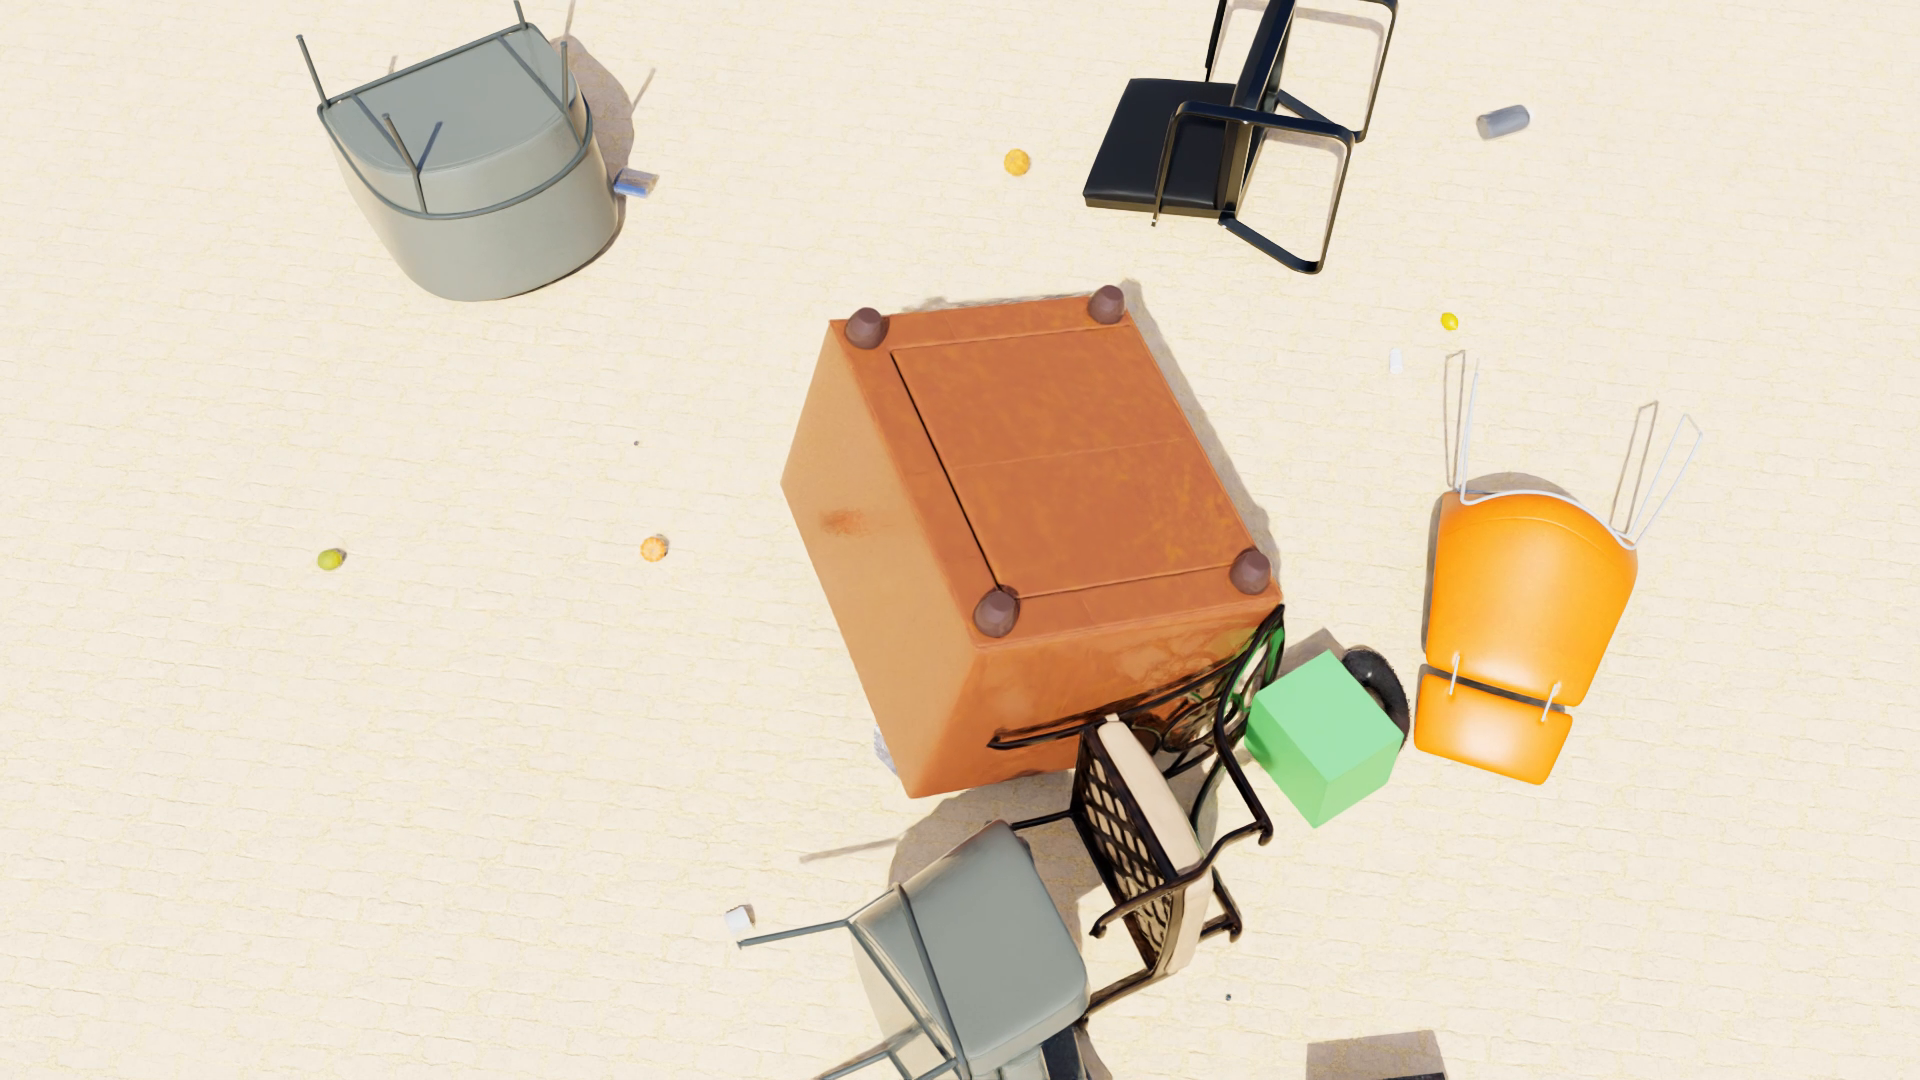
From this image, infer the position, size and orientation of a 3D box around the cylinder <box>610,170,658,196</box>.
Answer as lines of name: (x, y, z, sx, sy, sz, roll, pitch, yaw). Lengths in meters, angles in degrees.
cylinder: (-1.086, -1.192, 7.345, 0.118, 0.046, 0.121, 9, 43, 21)

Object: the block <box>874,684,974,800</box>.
block: (-0.100, 0.560, 6.099, 0.200, 0.162, 0.193, -37, 64, -22)

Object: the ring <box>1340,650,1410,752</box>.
ring: (1.165, 0.458, 6.218, 0.196, 0.082, 0.345, -10, 57, -5)

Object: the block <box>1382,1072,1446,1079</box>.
block: (1.047, 1.533, 5.367, 0.334, 0.231, 0.353, -5, 45, -4)

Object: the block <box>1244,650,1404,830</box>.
block: (0.993, 0.548, 6.039, 0.260, 0.278, 0.321, -29, 61, -18)

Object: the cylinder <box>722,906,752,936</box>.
cylinder: (-0.593, 1.017, 5.861, 0.056, 0.051, 0.062, -30, 68, -10)
